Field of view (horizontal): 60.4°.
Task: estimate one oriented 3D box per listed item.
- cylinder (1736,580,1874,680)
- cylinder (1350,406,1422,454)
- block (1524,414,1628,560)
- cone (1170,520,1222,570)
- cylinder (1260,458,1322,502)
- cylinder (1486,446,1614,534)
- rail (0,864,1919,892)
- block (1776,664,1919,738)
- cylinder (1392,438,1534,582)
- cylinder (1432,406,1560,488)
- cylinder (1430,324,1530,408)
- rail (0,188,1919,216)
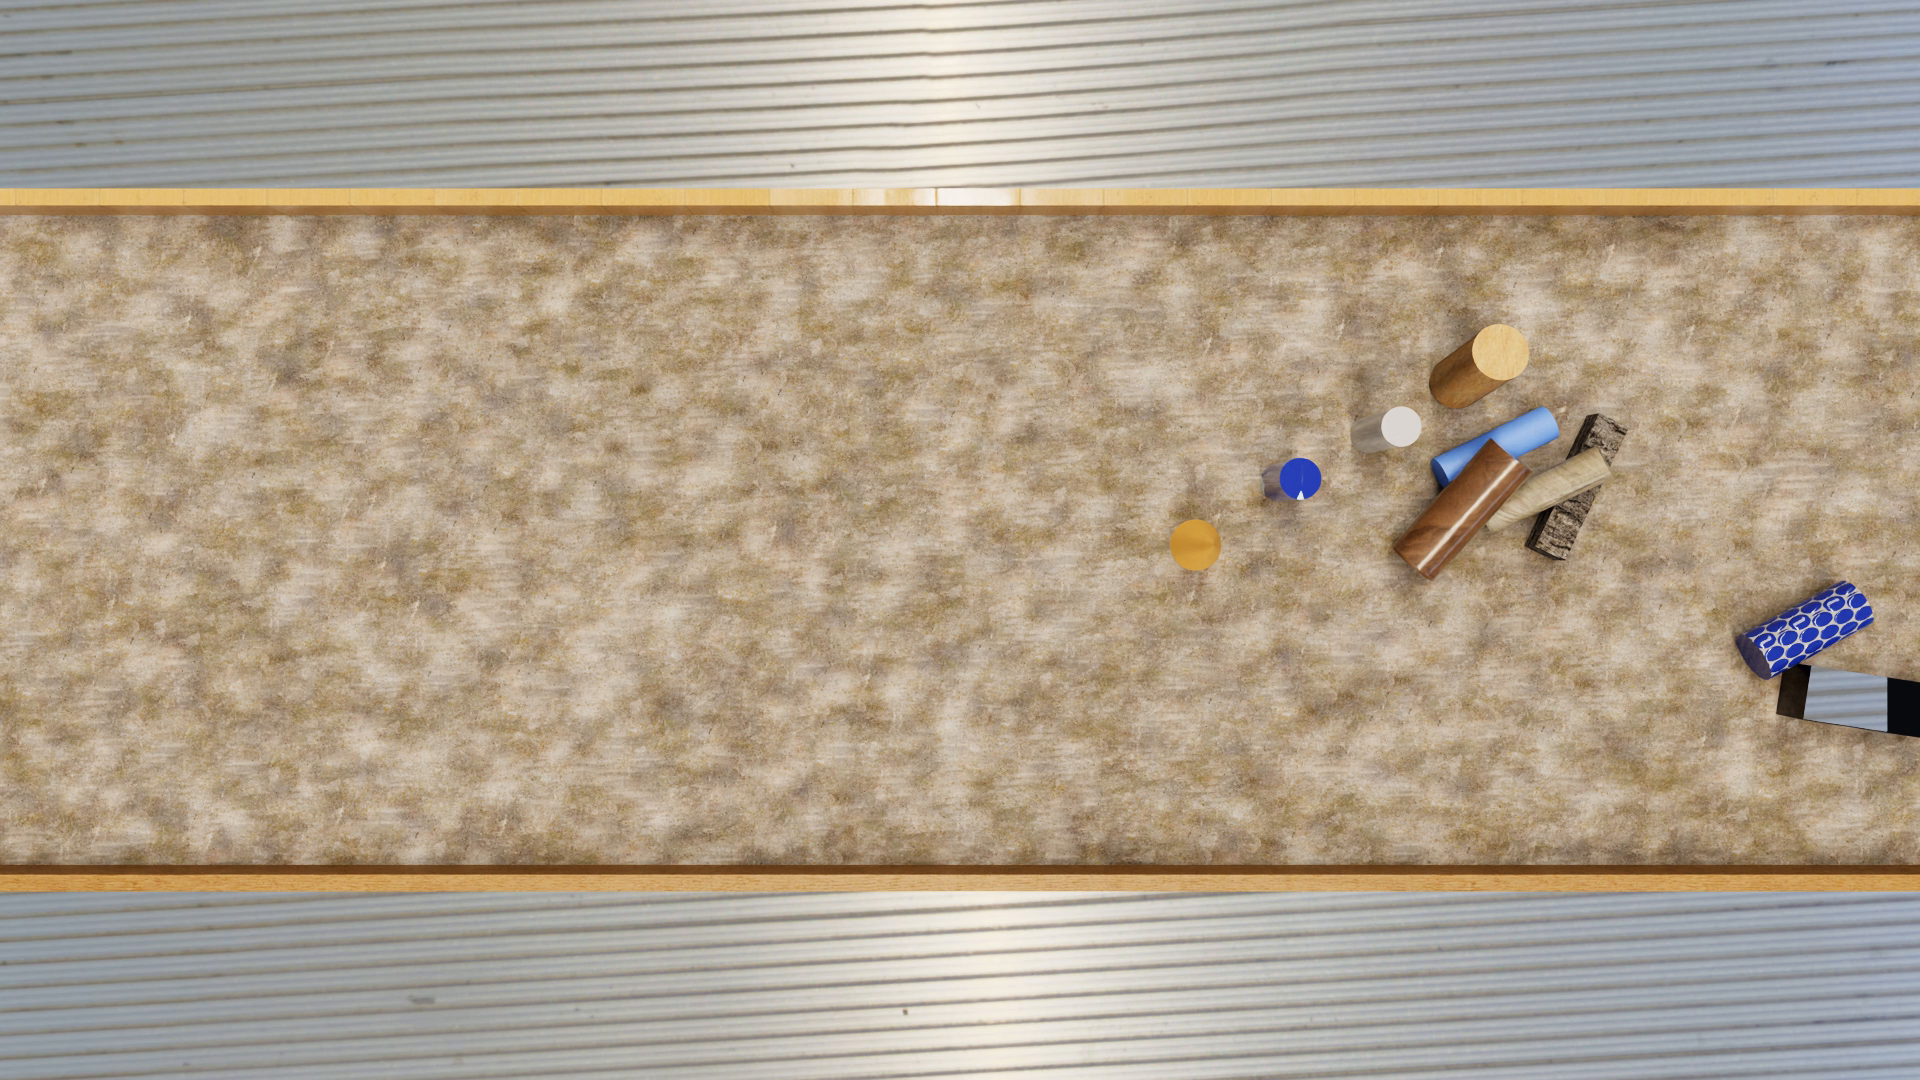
[{"bbox_3d":[2.559,0.273,4.999,0.349,0.156,0.156,-28,90,0],"label":"cylinder"},{"bbox_3d":[1.259,-0.324,4.890,0.114,0.374,0.114,0,90,0],"label":"cylinder"},{"bbox_3d":[1.878,-0.160,5.026,0.100,0.100,0.446,26,90,0],"label":"block"},{"bbox_3d":[0.726,0.016,4.887,0.158,0.379,0.158,0,90,0],"label":"cone"},{"bbox_3d":[0.984,-0.177,4.921,0.121,0.312,0.121,0,90,0],"label":"cylinder"},{"bbox_3d":[1.755,-0.149,4.951,0.379,0.109,0.109,-28,90,24],"label":"cylinder"},{"bbox_3d":[-2.247,1.025,5.001,12.000,0.150,0.050,0,90,0],"label":"rail"},{"bbox_3d":[2.747,0.489,4.995,0.451,0.164,0.164,9,90,0],"label":"block"},{"bbox_3d":[1.502,-0.090,4.938,0.160,0.160,0.432,39,107,0],"label":"cylinder"},{"bbox_3d":[1.628,-0.279,5.022,0.367,0.109,0.109,-26,90,0],"label":"cylinder"},{"bbox_3d":[1.530,-0.508,4.875,0.163,0.385,0.163,0,82,-2],"label":"cylinder"},{"bbox_3d":[-2.247,-1.025,5.002,12.000,0.150,0.050,0,90,0],"label":"rail"}]
